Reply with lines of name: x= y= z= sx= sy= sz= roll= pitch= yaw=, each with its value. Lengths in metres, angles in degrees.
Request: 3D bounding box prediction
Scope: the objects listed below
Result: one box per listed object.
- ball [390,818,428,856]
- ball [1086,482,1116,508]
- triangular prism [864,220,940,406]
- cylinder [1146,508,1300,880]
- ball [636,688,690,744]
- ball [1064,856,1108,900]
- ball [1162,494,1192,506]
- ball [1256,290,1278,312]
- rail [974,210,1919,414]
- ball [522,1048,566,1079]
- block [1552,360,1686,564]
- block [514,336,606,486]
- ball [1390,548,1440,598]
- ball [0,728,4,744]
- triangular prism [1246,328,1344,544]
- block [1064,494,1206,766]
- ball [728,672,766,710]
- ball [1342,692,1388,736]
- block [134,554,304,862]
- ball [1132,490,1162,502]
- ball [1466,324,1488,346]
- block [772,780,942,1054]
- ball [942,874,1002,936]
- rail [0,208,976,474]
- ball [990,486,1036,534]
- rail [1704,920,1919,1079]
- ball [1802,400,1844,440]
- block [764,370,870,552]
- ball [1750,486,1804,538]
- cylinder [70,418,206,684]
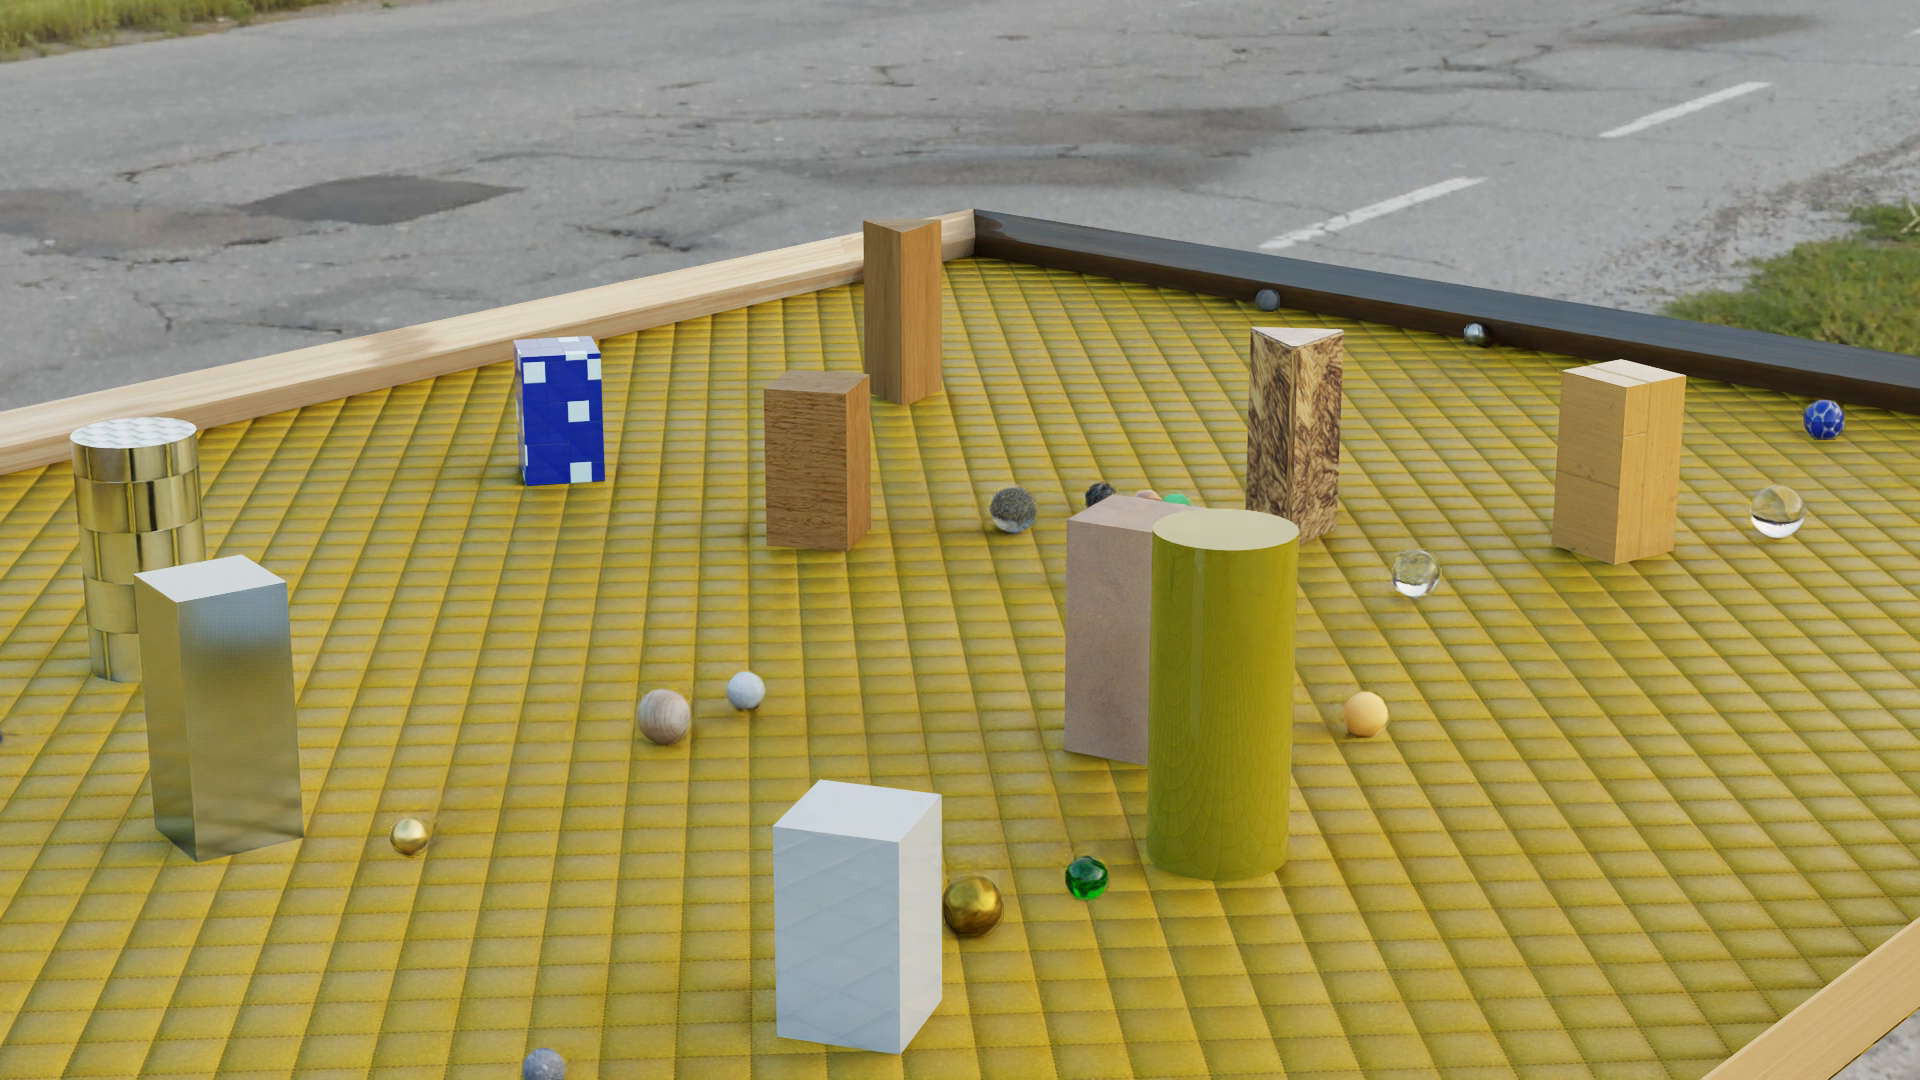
ball: x=-0.754 y=0.406 z=4.012 sx=0.051 sy=0.051 sz=0.051 roll=0 pitch=17 yaw=0
ball: x=0.270 y=-0.079 z=5.602 sx=0.062 sy=0.062 sz=0.062 roll=0 pitch=17 yaw=0
triangular prism: x=-0.105 y=-0.510 z=6.470 sx=0.146 sy=0.385 sz=0.168 roll=-10 pitch=20 yaw=-30
cylinder: x=0.353 y=0.207 z=3.958 sx=0.194 sy=0.464 sz=0.194 roll=0 pitch=17 yaw=0
ball: x=-0.448 y=0.265 z=4.425 sx=0.083 sy=0.083 sz=0.083 roll=0 pitch=17 yaw=0
ball: x=0.167 y=0.446 z=3.870 sx=0.057 sy=0.057 sz=0.057 roll=0 pitch=17 yaw=0
ball: x=0.408 y=-0.057 z=5.528 sx=0.062 sy=0.062 sz=0.062 roll=0 pitch=17 yaw=0
ball: x=0.767 y=-0.600 z=7.340 sx=0.056 sy=0.056 sz=0.056 roll=0 pitch=17 yaw=0
rail: x=1.502 y=-0.468 z=6.776 sx=3.921 sy=0.126 sz=0.045 roll=14 pitch=22 yaw=39
ball: x=-0.476 y=0.606 z=3.356 sx=0.048 sy=0.048 sz=0.048 roll=0 pitch=17 yaw=0
block: x=1.202 y=-0.144 z=5.353 sx=0.156 sy=0.330 sz=0.156 roll=-11 pitch=20 yaw=-33
block: x=-0.800 y=-0.259 z=5.853 sx=0.156 sy=0.261 sz=0.156 roll=-4 pitch=17 yaw=-13
ball: x=0.793 y=0.057 z=5.111 sx=0.084 sy=0.084 sz=0.084 roll=0 pitch=17 yaw=0
ball: x=-1.457 y=0.294 z=4.397 sx=0.044 sy=0.044 sz=0.044 roll=0 pitch=17 yaw=0
triangular prism: x=0.598 y=-0.199 z=5.447 sx=0.146 sy=0.381 sz=0.168 roll=13 pitch=21 yaw=36
block: x=0.262 y=0.134 z=4.379 sx=0.156 sy=0.361 sz=0.156 roll=9 pitch=19 yaw=27
ball: x=-0.333 y=0.235 z=4.566 sx=0.059 sy=0.059 sz=0.059 roll=0 pitch=17 yaw=0
ball: x=0.615 y=0.265 z=4.452 sx=0.068 sy=0.068 sz=0.068 roll=0 pitch=17 yaw=0
block: x=-1.020 y=0.230 z=4.039 sx=0.156 sy=0.373 sz=0.156 roll=-12 pitch=20 yaw=-34
ball: x=0.353 y=-0.066 z=5.560 sx=0.061 sy=0.061 sz=0.061 roll=0 pitch=17 yaw=0
ball: x=1.228 y=-0.489 z=6.974 sx=0.053 sy=0.053 sz=0.053 roll=0 pitch=17 yaw=0
block: x=-0.120 y=0.447 z=3.498 sx=0.156 sy=0.269 sz=0.156 roll=5 pitch=18 yaw=17
ball: x=0.016 y=0.468 z=3.758 sx=0.079 sy=0.079 sz=0.079 roll=0 pitch=17 yaw=0
rail: x=-1.463 y=-0.335 z=6.336 sx=0.045 sy=0.126 sz=4.628 roll=14 pitch=22 yaw=39
ball: x=0.100 y=-0.056 z=5.483 sx=0.087 sy=0.087 sz=0.087 roll=0 pitch=17 yaw=0
rail: x=1.463 y=0.398 z=3.904 sx=0.045 sy=0.126 sz=4.628 roll=14 pitch=22 yaw=39
ball: x=1.809 y=-0.253 z=6.142 sx=0.084 sy=0.084 sz=0.084 roll=0 pitch=17 yaw=0
block: x=-0.262 y=-0.148 z=5.424 sx=0.156 sy=0.298 sz=0.156 roll=4 pitch=17 yaw=14
ball: x=1.521 y=-0.053 z=5.453 sx=0.097 sy=0.097 sz=0.097 roll=0 pitch=17 yaw=0
cylinder: x=-1.316 y=0.015 z=4.725 sx=0.194 sy=0.389 sz=0.194 roll=0 pitch=17 yaw=0
